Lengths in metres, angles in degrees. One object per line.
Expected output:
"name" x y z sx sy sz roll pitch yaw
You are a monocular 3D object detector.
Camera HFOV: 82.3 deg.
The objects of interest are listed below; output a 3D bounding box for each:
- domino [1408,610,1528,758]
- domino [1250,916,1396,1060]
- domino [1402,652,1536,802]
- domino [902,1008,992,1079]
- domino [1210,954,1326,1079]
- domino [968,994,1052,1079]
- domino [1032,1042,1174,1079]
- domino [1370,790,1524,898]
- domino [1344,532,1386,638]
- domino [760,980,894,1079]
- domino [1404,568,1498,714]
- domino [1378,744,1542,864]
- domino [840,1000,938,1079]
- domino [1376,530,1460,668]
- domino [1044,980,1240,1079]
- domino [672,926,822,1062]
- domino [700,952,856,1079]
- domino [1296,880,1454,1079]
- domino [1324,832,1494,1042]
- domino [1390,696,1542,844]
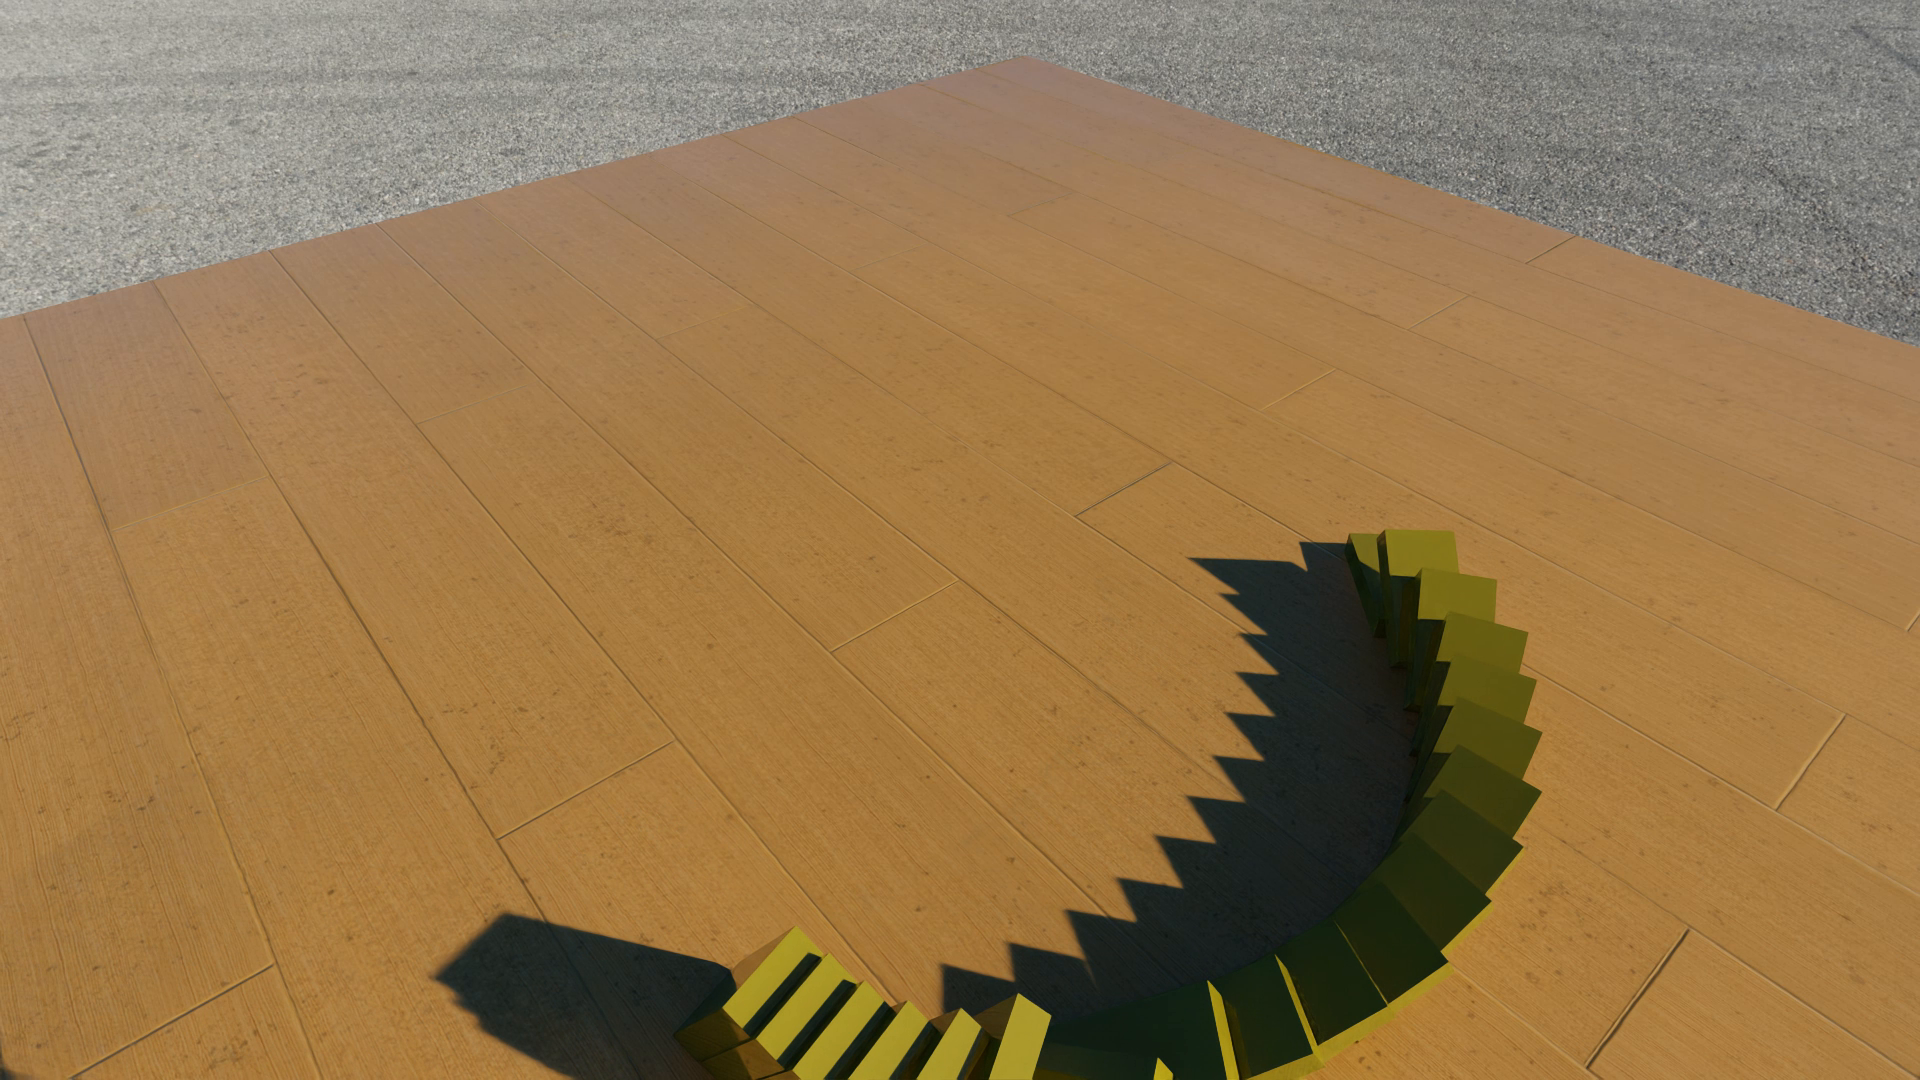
"domino" 0.168 0.051 0.363 0.025 0.010 0.050 16 71 19
"domino" 0.080 0.120 0.278 0.050 0.009 0.025 -34 42 7
"domino" 0.161 0.064 0.348 0.025 0.010 0.050 20 72 22
"domino" -0.014 0.127 0.258 0.010 0.050 0.025 43 49 1
"domino" 0.061 0.125 0.272 0.050 0.009 0.025 -29 38 13
"domino" 0.001 0.127 0.258 0.010 0.050 0.025 36 43 -6
"domino" 0.023 0.134 0.260 0.050 0.010 0.025 -10 40 35
"domino" 0.130 0.097 0.306 0.050 0.009 0.025 -47 53 -6
"domino" 0.167 0.017 0.423 0.025 0.010 0.050 2 39 2
"domino" -0.036 0.123 0.264 0.010 0.050 0.025 45 50 3
"domino" 0.170 0.036 0.381 0.025 0.009 0.050 10 69 11
"domino" 0.143 0.087 0.318 0.025 0.010 0.050 32 79 33
"domino" -0.026 0.126 0.260 0.010 0.050 0.025 45 51 3
"domino" 0.167 0.021 0.398 0.025 0.010 0.050 2 69 2
"domino" 0.041 0.128 0.268 0.050 0.009 0.025 -25 36 18
"domino" -0.054 0.114 0.274 0.009 0.050 0.025 45 50 3
"domino" -0.045 0.118 0.269 0.010 0.050 0.025 45 50 3
"domino" 0.098 0.114 0.285 0.050 0.009 0.025 -37 44 4
"domino" 0.115 0.106 0.295 0.050 0.009 0.025 -43 49 -2
"domino" 0.153 0.076 0.333 0.025 0.009 0.050 24 74 27
